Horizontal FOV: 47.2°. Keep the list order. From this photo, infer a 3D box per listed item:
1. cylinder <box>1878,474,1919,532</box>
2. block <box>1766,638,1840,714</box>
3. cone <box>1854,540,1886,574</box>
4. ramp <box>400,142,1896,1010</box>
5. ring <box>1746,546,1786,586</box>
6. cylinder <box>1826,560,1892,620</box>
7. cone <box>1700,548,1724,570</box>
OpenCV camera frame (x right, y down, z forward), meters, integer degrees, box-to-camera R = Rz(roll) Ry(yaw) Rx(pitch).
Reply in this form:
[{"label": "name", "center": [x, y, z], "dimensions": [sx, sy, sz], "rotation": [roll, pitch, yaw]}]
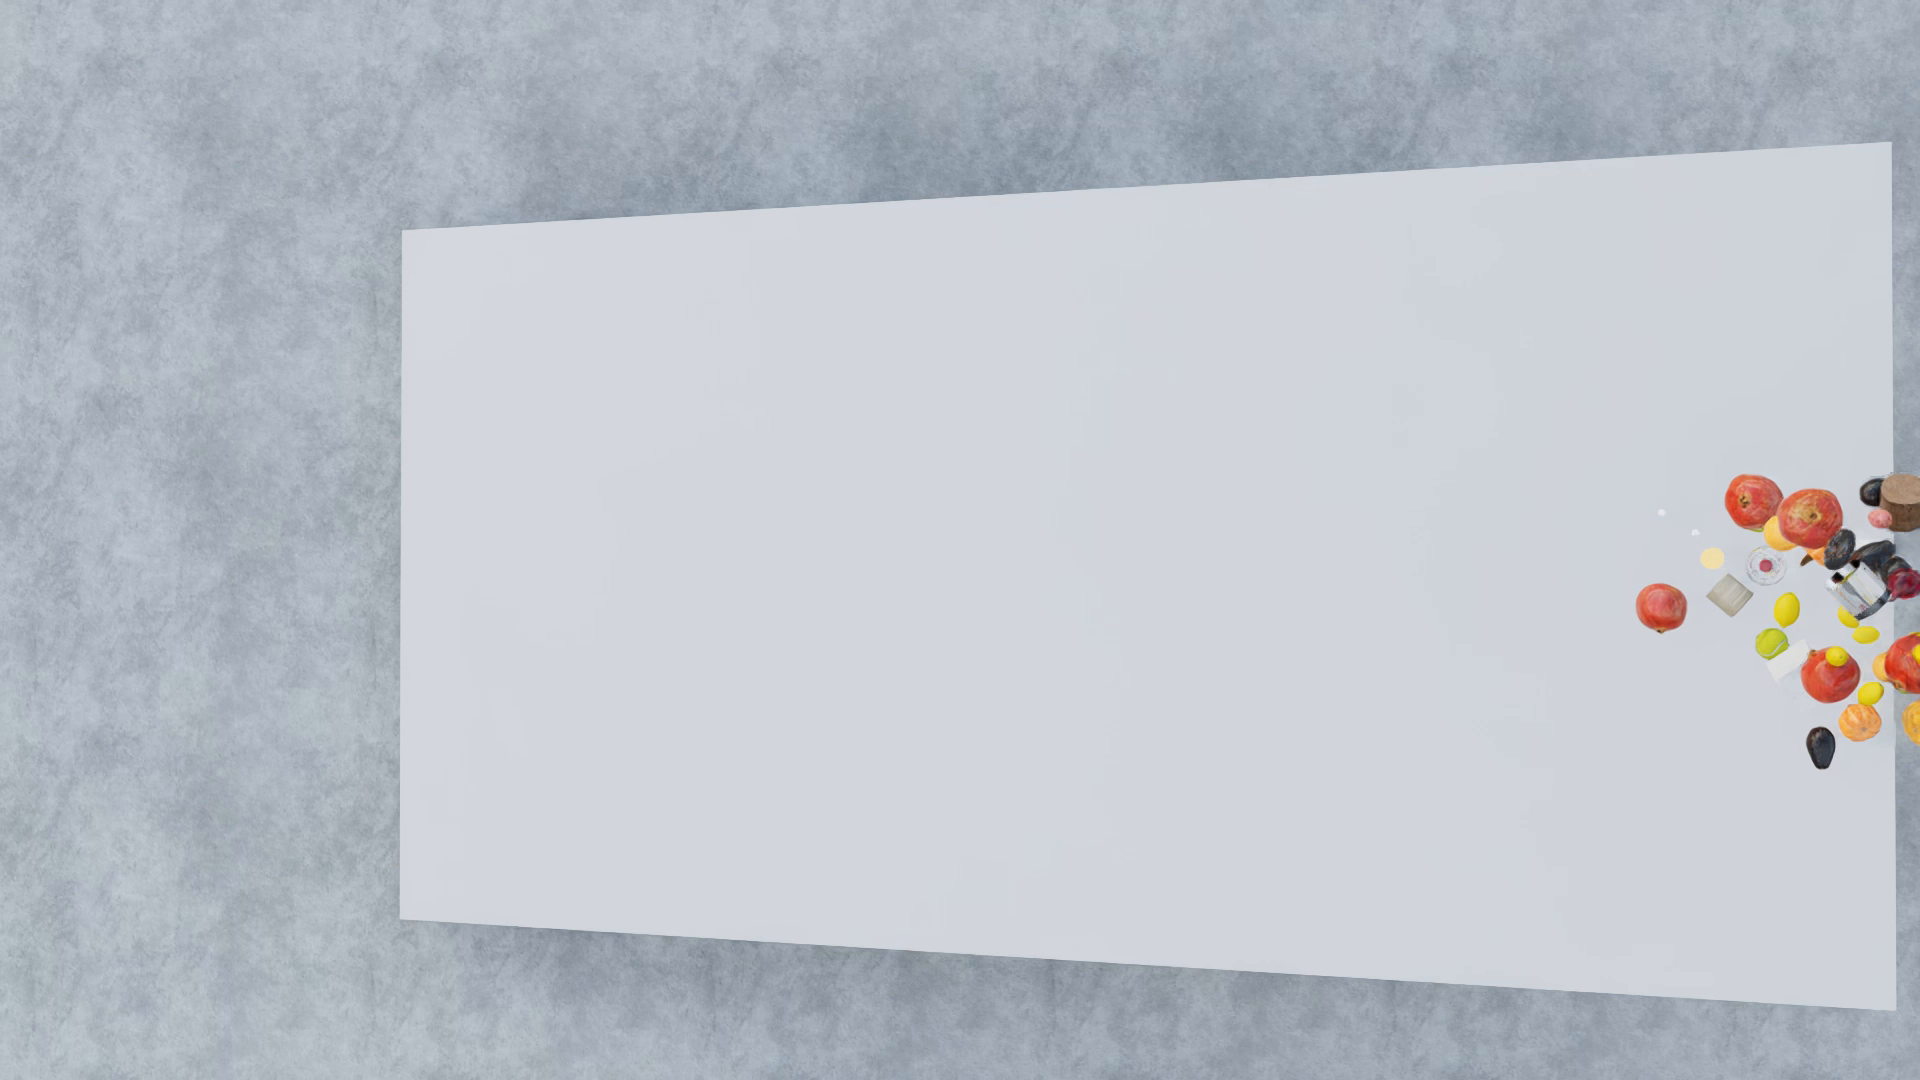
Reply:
[{"label": "cylinder", "center": [1.967, -0.077, 4.591], "dimensions": [0.088, 0.088, 0.088], "rotation": [-10, 47, 11]}, {"label": "block", "center": [1.746, 0.282, 4.559], "dimensions": [0.092, 0.092, 0.092], "rotation": [-38, 102, 18]}, {"label": "cone", "center": [2.008, 0.059, 4.888], "dimensions": [0.089, 0.089, 0.089], "rotation": [11, 118, 22]}, {"label": "ramp", "center": [0.279, 0.091, 5.771], "dimensions": [4.000, 0.100, 2.000], "rotation": [0, 89, 19]}, {"label": "ring", "center": [1.593, 0.051, 4.347], "dimensions": [0.078, 0.026, 0.078], "rotation": [-3, 84, 29]}, {"label": "cylinder", "center": [1.564, 0.087, 3.829], "dimensions": [0.076, 0.076, 0.076], "rotation": [45, 89, -2]}, {"label": "cone", "center": [1.676, 0.049, 4.887], "dimensions": [0.050, 0.050, 0.050], "rotation": [-9, 68, 23]}]
